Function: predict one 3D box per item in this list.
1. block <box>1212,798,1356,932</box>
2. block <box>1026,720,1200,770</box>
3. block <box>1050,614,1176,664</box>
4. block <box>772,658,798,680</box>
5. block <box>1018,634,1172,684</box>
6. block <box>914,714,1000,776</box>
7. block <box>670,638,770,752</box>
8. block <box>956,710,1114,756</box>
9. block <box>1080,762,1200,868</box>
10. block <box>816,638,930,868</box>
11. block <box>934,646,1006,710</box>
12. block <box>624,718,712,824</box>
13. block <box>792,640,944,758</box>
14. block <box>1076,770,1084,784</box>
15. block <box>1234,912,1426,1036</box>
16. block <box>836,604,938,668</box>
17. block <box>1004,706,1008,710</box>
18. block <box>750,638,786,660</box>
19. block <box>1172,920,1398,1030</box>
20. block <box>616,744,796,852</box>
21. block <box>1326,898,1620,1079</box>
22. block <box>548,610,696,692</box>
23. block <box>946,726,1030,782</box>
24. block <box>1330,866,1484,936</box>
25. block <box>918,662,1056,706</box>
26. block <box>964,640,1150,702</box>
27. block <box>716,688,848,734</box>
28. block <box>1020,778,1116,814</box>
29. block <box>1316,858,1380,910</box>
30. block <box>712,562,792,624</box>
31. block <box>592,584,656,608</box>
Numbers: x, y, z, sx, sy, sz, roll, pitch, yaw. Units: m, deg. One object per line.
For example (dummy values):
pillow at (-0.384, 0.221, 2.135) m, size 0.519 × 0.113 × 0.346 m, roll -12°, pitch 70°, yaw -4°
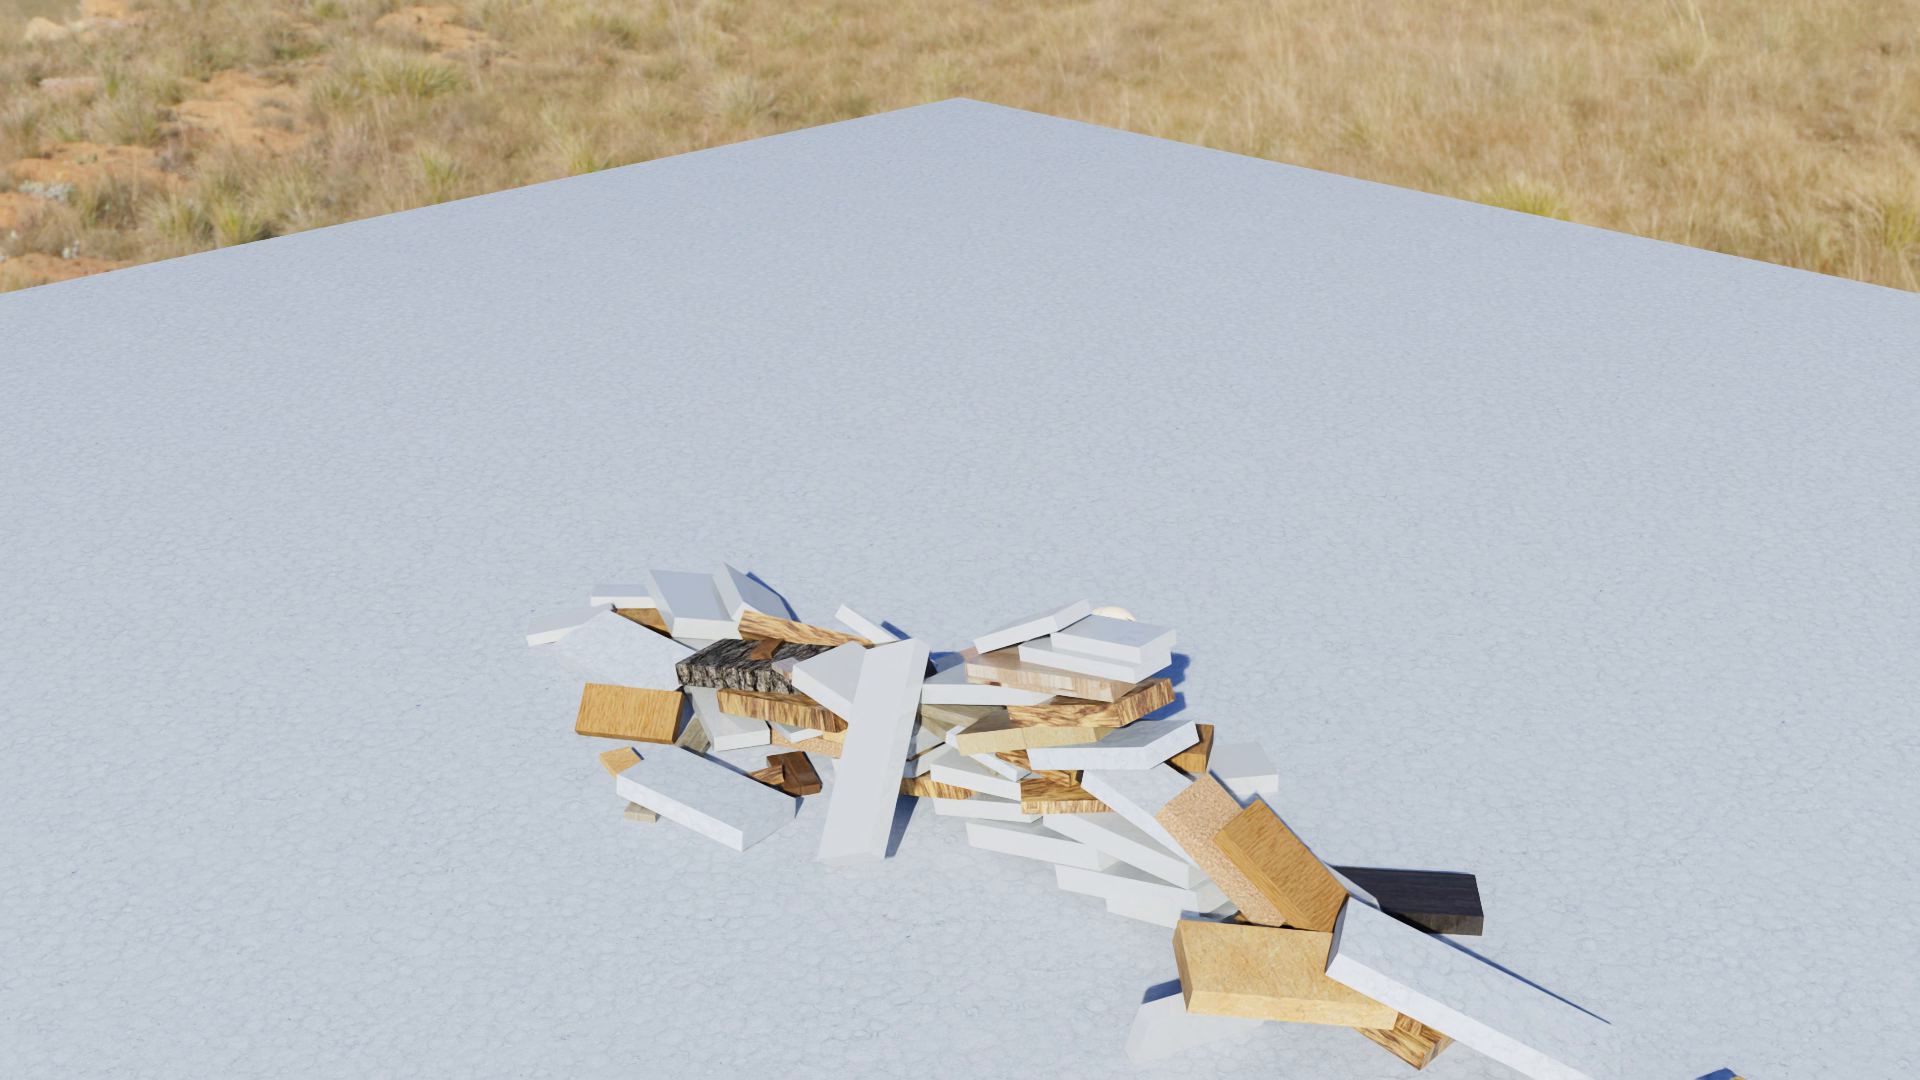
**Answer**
block at (0.569, 0.580, 3.839) m, size 0.253 × 0.036 × 0.126 m, roll 47°, pitch 42°, yaw 13°
block at (0.280, 0.379, 4.064) m, size 0.147 × 0.042 × 0.294 m, roll -22°, pitch 11°, yaw -42°
block at (0.279, 0.178, 4.014) m, size 0.210 × 0.030 × 0.105 m, roll 9°, pitch 24°, yaw 43°
block at (-0.356, 0.270, 4.633) m, size 0.048 × 0.014 × 0.096 m, roll -16°, pitch 17°, yaw -24°
block at (0.245, 0.210, 4.028) m, size 0.275 × 0.030 × 0.105 m, roll 9°, pitch 24°, yaw 43°
block at (0.005, 0.378, 4.379) m, size 0.089 × 0.025 × 0.282 m, roll -20°, pitch 38°, yaw -40°
block at (-0.541, 0.331, 4.875) m, size 0.121 × 0.034 × 0.474 m, roll -7°, pitch 26°, yaw -18°
block at (0.158, 0.352, 4.175) m, size 0.304 × 0.042 × 0.147 m, roll -10°, pitch 10°, yaw 33°
block at (0.374, 0.482, 4.007) m, size 0.284 × 0.040 × 0.142 m, roll 33°, pitch 38°, yaw 33°
block at (-0.167, 0.414, 4.306) m, size 0.147 × 0.042 × 0.454 m, roll -16°, pitch 51°, yaw 43°
block at (0.006, 0.319, 4.822) m, size 0.168 × 0.048 × 0.336 m, roll -19°, pitch 15°, yaw 3°
block at (-0.596, 0.479, 4.609) m, size 0.067 × 0.019 × 0.417 m, roll 5°, pitch 24°, yaw 12°
block at (-0.169, 0.325, 4.515) m, size 0.338 × 0.048 × 0.169 m, roll 30°, pitch 35°, yaw 35°
block at (0.314, 0.466, 4.081) m, size 0.185 × 0.026 × 0.093 m, roll 33°, pitch 38°, yaw 33°
block at (0.665, 0.722, 3.813) m, size 0.367 × 0.040 × 0.142 m, roll 25°, pitch 34°, yaw 28°
block at (-0.158, 0.216, 4.728) m, size 0.220 × 0.031 × 0.110 m, roll 32°, pitch 0°, yaw 29°
block at (0.058, 0.348, 4.824) m, size 0.142 × 0.040 × 0.283 m, roll -12°, pitch 17°, yaw 28°
block at (-0.418, 0.237, 4.788) m, size 0.048 × 0.014 × 0.096 m, roll -4°, pitch 16°, yaw 15°
block at (0.542, 0.725, 3.674) m, size 0.349 × 0.049 × 0.175 m, roll 6°, pitch 30°, yaw -7°
block at (-0.514, 0.518, 4.446) m, size 0.331 × 0.047 × 0.166 m, roll 19°, pitch 28°, yaw 30°
block at (0.855, 0.769, 3.654) m, size 0.499 × 0.049 × 0.175 m, roll 26°, pitch 27°, yaw 5°
block at (-0.758, 0.267, 4.978) m, size 0.168 × 0.048 × 0.383 m, roll -35°, pitch 34°, yaw -29°
block at (0.069, 0.406, 4.290) m, size 0.177 × 0.025 × 0.089 m, roll 27°, pitch 34°, yaw 32°
block at (0.821, 0.675, 4.117) m, size 0.294 × 0.042 × 0.147 m, roll 2°, pitch 23°, yaw 5°
block at (0.075, 0.276, 4.260) m, size 0.142 × 0.040 × 0.363 m, roll -21°, pitch 10°, yaw -36°
block at (0.180, 0.240, 4.076) m, size 0.326 × 0.038 × 0.134 m, roll 5°, pitch 21°, yaw 36°
block at (-0.334, 0.336, 4.680) m, size 0.357 × 0.048 × 0.169 m, roll 5°, pitch 21°, yaw 42°
block at (0.207, 0.479, 4.125) m, size 0.185 × 0.026 × 0.093 m, roll -2°, pitch 21°, yaw 0°
block at (0.656, 0.661, 4.056) m, size 0.126 × 0.036 × 0.253 m, roll -26°, pitch 19°, yaw -13°
block at (-0.479, 0.157, 5.163) m, size 0.166 × 0.047 × 0.331 m, roll 33°, pitch 5°, yaw -20°
block at (-0.788, 0.136, 5.318) m, size 0.196 × 0.028 × 0.098 m, roll 0°, pitch 17°, yaw -3°
